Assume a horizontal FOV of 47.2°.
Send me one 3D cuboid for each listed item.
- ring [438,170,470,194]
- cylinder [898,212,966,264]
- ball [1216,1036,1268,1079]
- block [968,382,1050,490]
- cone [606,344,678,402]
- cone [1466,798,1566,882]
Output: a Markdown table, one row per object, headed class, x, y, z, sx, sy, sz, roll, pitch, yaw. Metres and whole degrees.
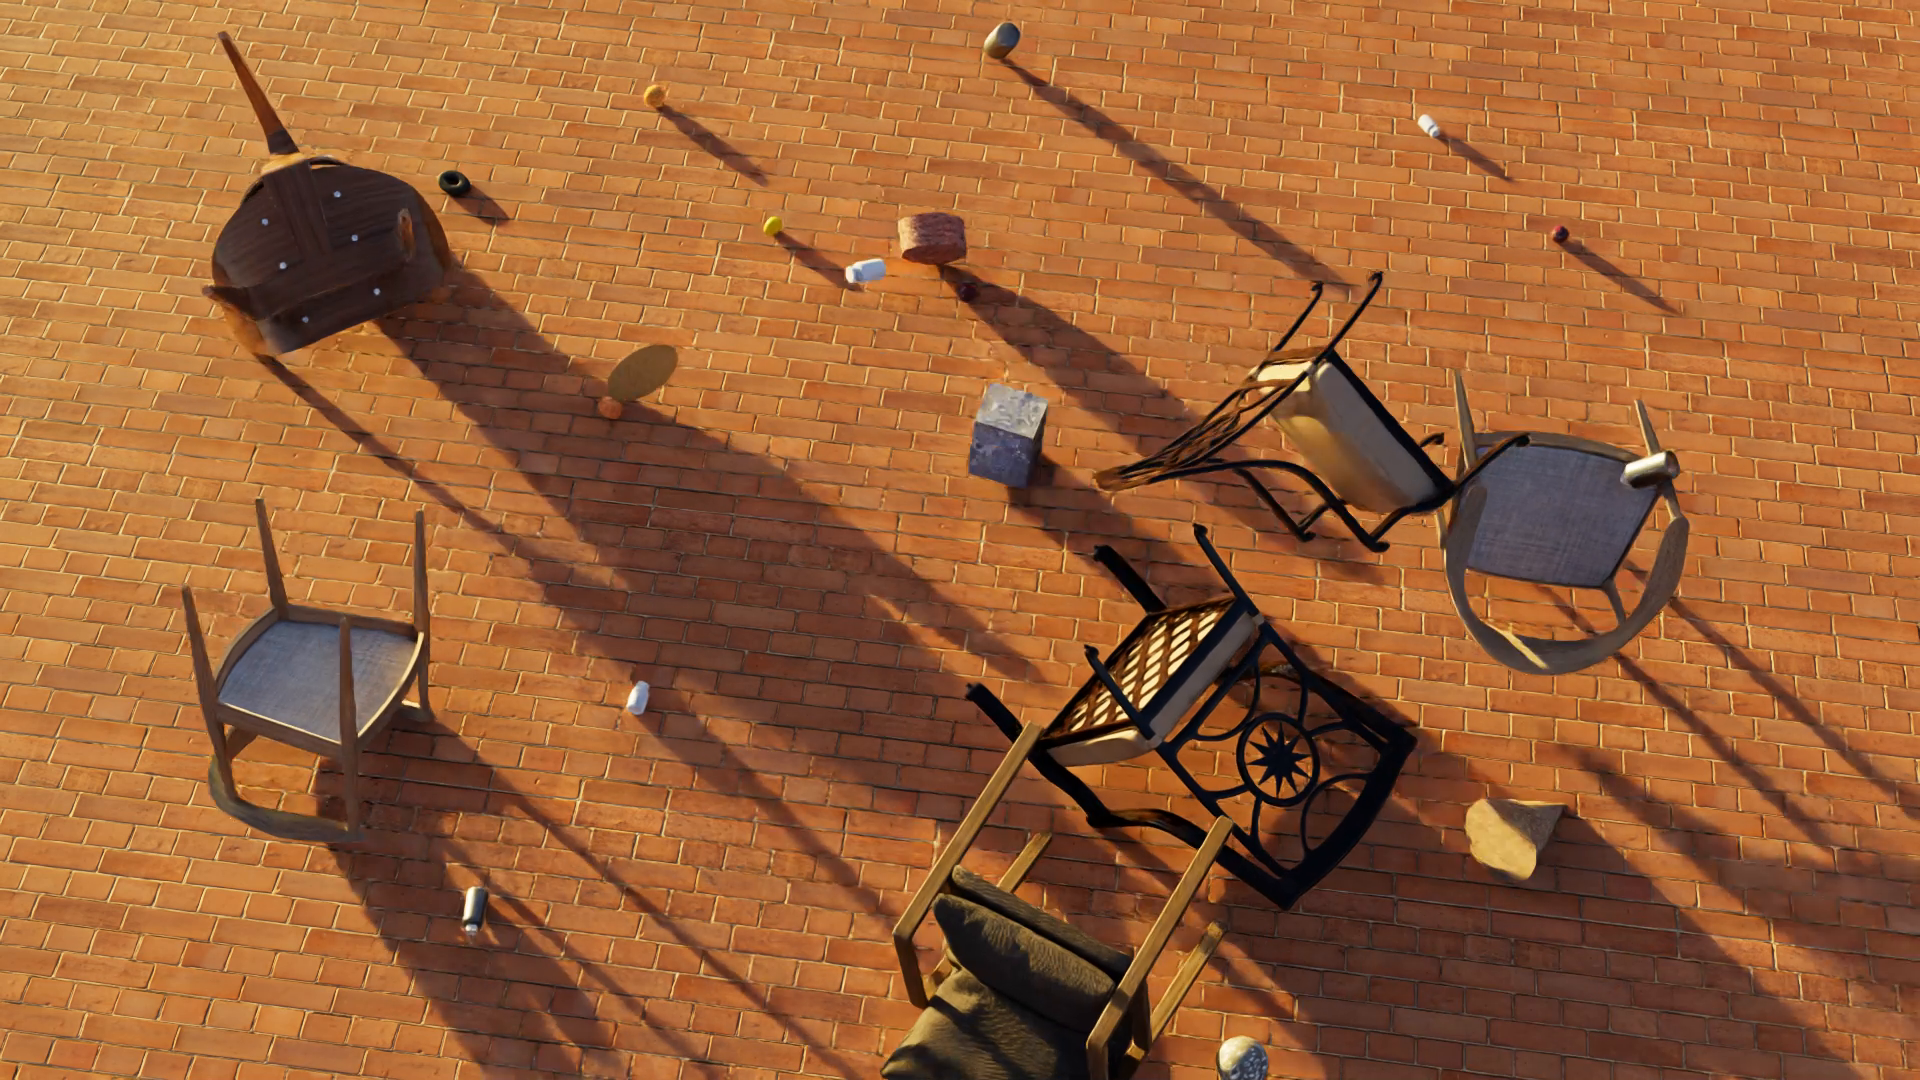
| class | x | y | z | sx | sy | sz | roll | pitch | yaw |
| --- | --- | --- | --- | --- | --- | --- | --- | --- | --- |
| ring | -1.695 | -1.197 | 7.360 | 0.122 | 0.029 | 0.089 | 33 | 63 | 19 |
| cylinder | -0.088 | -0.970 | 7.085 | 0.235 | 0.184 | 0.105 | 4 | 75 | -45 |
| ball | 0.718 | 1.331 | 5.600 | 0.134 | 0.134 | 0.134 | 0 | 56 | 0 |
| block | 0.145 | -0.313 | 6.621 | 0.183 | 0.247 | 0.163 | 18 | 54 | 8 |
| cone | -0.988 | -0.558 | 6.845 | 0.273 | 0.151 | 0.126 | -35 | 37 | 23 |
| cone | 1.564 | 0.768 | 5.994 | 0.299 | 0.228 | 0.240 | -19 | 77 | -37 |
